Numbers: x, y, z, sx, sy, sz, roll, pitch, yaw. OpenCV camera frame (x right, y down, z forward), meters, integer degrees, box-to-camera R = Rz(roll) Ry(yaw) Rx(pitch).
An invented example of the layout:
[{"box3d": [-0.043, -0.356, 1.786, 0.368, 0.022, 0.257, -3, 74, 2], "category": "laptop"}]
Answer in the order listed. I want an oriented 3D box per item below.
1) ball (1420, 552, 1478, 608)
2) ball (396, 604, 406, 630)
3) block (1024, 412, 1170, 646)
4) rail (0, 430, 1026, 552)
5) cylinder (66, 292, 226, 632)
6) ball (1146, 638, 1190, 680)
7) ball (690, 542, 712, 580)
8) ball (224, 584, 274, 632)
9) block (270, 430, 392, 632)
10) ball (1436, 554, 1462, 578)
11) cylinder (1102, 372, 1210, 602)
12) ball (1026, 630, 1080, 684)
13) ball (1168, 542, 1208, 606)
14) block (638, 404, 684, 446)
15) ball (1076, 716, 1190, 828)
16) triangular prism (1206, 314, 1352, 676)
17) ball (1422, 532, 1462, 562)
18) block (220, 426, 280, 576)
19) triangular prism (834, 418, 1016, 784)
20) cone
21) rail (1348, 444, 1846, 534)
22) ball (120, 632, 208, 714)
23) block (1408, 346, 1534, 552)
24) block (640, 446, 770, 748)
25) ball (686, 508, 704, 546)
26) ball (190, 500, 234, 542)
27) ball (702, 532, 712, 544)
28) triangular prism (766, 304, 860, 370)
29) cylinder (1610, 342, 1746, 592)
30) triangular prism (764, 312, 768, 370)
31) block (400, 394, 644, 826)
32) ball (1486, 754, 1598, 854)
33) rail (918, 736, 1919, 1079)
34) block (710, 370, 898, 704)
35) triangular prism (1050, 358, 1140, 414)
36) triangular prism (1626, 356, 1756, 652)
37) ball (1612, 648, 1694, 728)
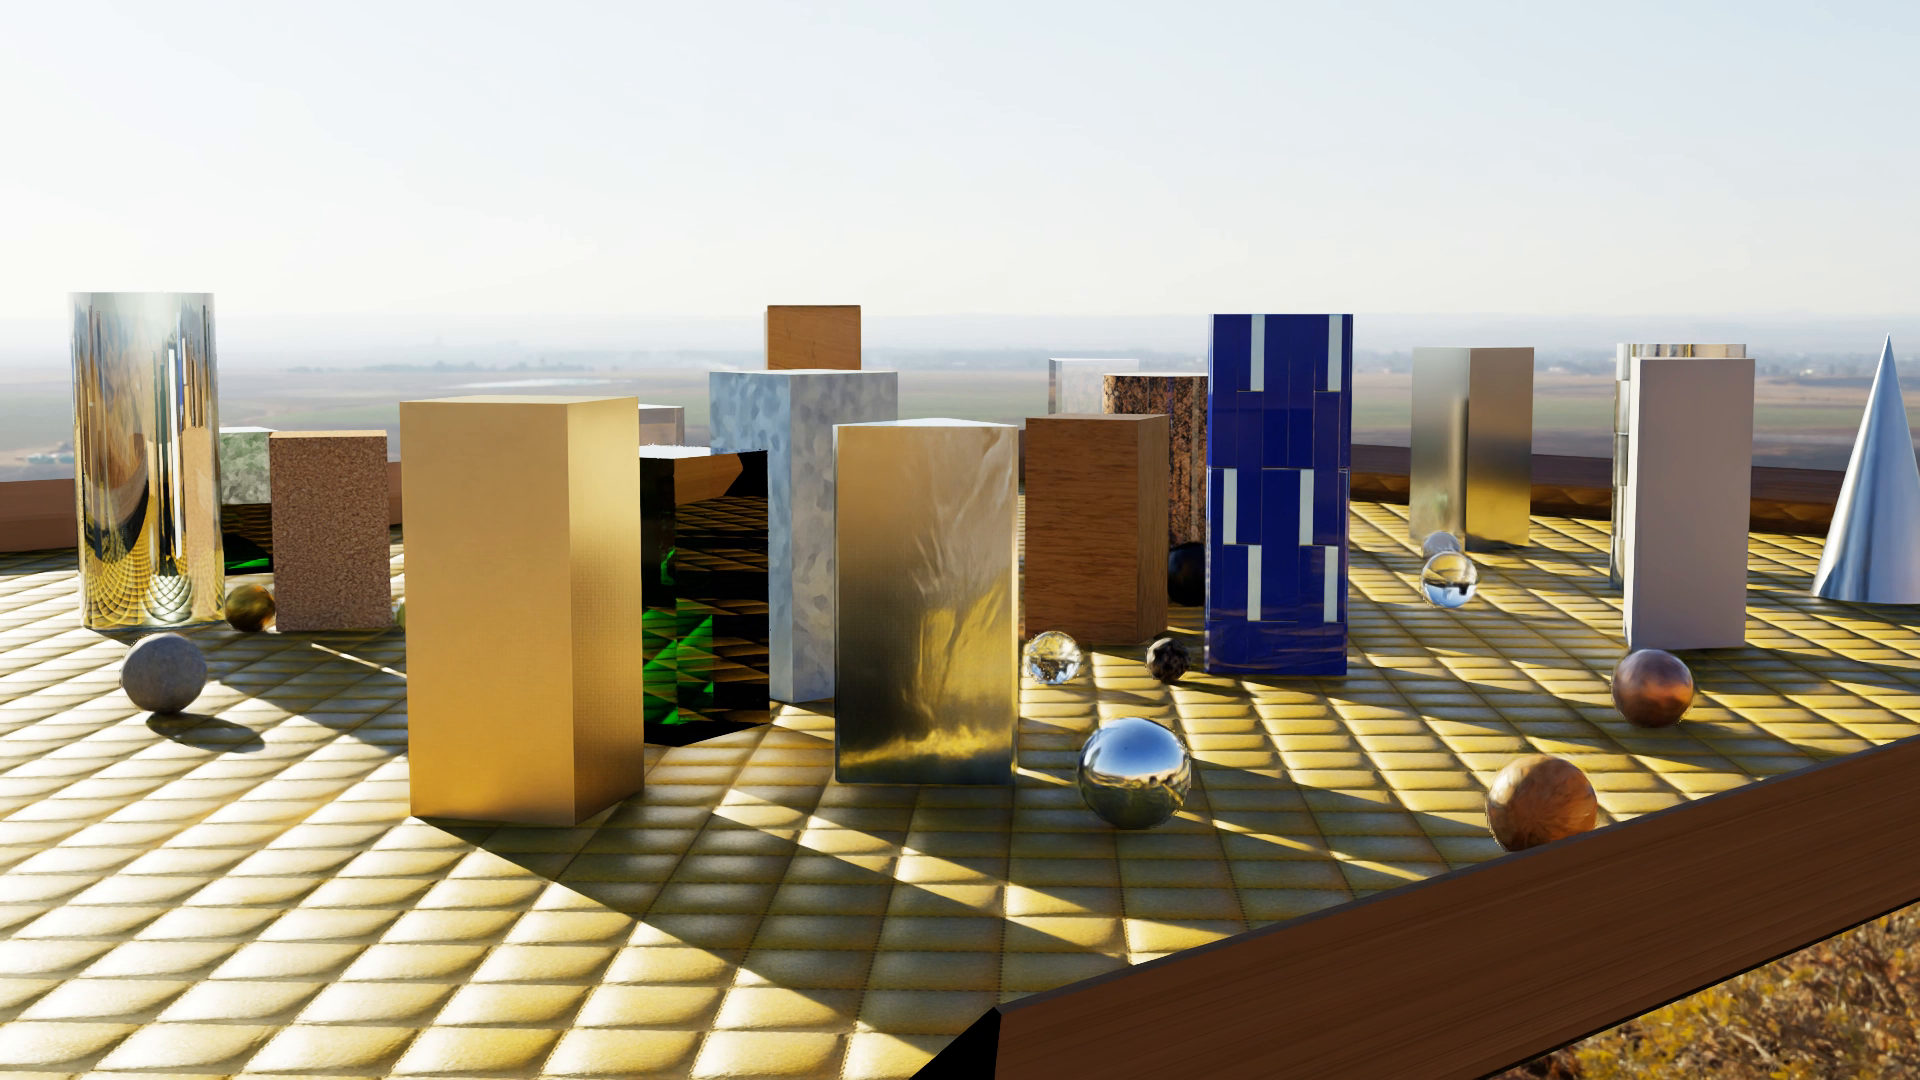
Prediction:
[{"box3d": [0.732, 0.060, 3.291, 0.085, 0.085, 0.085, 0, 6, 0], "category": "ball"}, {"box3d": [-0.758, 0.106, 3.048, 0.044, 0.044, 0.044, 0, 6, 0], "category": "ball"}, {"box3d": [0.189, -0.019, 3.012, 0.157, 0.300, 0.157, 2, 6, 20], "category": "block"}, {"box3d": [-1.158, -0.097, 4.580, 3.924, 0.127, 0.045, -5, 8, -42], "category": "rail"}, {"box3d": [-1.155, -0.116, 3.127, 0.196, 0.469, 0.196, 0, 6, 0], "category": "cylinder"}, {"box3d": [0.251, 0.144, 2.648, 0.052, 0.052, 0.052, 0, 6, 0], "category": "ball"}, {"box3d": [-0.415, 0.035, 3.643, 0.062, 0.062, 0.062, 0, 6, 0], "category": "ball"}, {"box3d": [-0.985, 0.094, 3.048, 0.067, 0.067, 0.067, 0, 6, 0], "category": "ball"}, {"box3d": [-0.897, -0.017, 3.140, 0.157, 0.269, 0.157, -2, 6, -15], "category": "block"}, {"box3d": [0.813, 0.044, 3.655, 0.041, 0.041, 0.041, 0, 6, 0], "category": "ball"}, {"box3d": [0.320, -0.088, 3.453, 0.196, 0.344, 0.196, 0, 6, 0], "category": "cylinder"}, {"box3d": [0.112, 0.140, 2.623, 0.064, 0.064, 0.064, 0, 6, 0], "category": "ball"}, {"box3d": [0.351, 0.051, 3.309, 0.098, 0.098, 0.098, 0, 6, 0], "category": "ball"}, {"box3d": [-0.564, -0.078, 3.640, 0.157, 0.286, 0.157, -5, 8, -39], "category": "block"}, {"box3d": [0.149, 0.200, 1.894, 0.096, 0.096, 0.096, 0, 6, 0], "category": "ball"}, {"box3d": [0.396, -0.062, 2.749, 0.170, 0.440, 0.147, 1, 6, 7], "category": "triangular prism"}, {"box3d": [0.830, 0.018, 3.789, 0.064, 0.064, 0.064, 0, 6, 0], "category": "ball"}, {"box3d": [-1.260, -0.068, 3.760, 0.157, 0.241, 0.157, -4, 7, -31], "category": "block"}, {"box3d": [-0.027, 0.054, 2.130, 0.170, 0.338, 0.147, 0, 6, 4], "category": "triangular prism"}, {"box3d": [1.435, -0.117, 3.420, 0.196, 0.410, 0.196, 0, 6, 0], "category": "cone"}, {"box3d": [1.424, -0.104, 4.639, 0.045, 0.127, 3.462, -5, 8, -42], "category": "rail"}, {"box3d": [-0.880, 0.147, 2.430, 0.090, 0.090, 0.090, 0, 6, 0], "category": "ball"}, {"box3d": [0.961, -0.175, 4.140, 0.157, 0.376, 0.157, -3, 7, -29], "category": "block"}, {"box3d": [-0.313, 0.054, 2.338, 0.157, 0.295, 0.157, 4, 7, 32], "category": "block"}, {"box3d": [-0.521, -0.024, 4.151, 0.072, 0.072, 0.072, 0, 6, 0], "category": "ball"}, {"box3d": [-1.440, -0.037, 4.234, 0.080, 0.080, 0.080, 0, 6, 0], "category": "ball"}, {"box3d": [-0.403, 0.019, 3.723, 0.076, 0.076, 0.076, 0, 6, 0], "category": "ball"}, {"box3d": [-0.244, -0.198, 3.982, 0.170, 0.453, 0.147, 1, 6, 13], "category": "triangular prism"}, {"box3d": [1.144, -0.117, 3.509, 0.196, 0.392, 0.196, 0, 6, 0], "category": "cylinder"}, {"box3d": [-0.274, -0.231, 4.352, 0.170, 0.442, 0.147, 4, 7, 33], "category": "triangular prism"}, {"box3d": [-0.390, 0.056, 1.979, 0.157, 0.365, 0.157, 2, 6, 14], "category": "block"}, {"box3d": [0.471, 0.217, 1.780, 0.087, 0.087, 0.087, 0, 6, 0], "category": "ball"}, {"box3d": [1.158, 0.164, 2.084, 3.924, 0.127, 0.045, -5, 8, -42], "category": "rail"}, {"box3d": [-0.183, -0.011, 2.588, 0.157, 0.373, 0.157, -5, 8, -41], "category": "block"}, {"box3d": [0.198, -0.133, 3.813, 0.170, 0.360, 0.147, -4, 7, -32], "category": "triangular prism"}, {"box3d": [0.942, -0.054, 2.952, 0.170, 0.381, 0.147, -2, 6, -17], "category": "triangular prism"}, {"box3d": [0.741, 0.158, 2.354, 0.084, 0.084, 0.084, 0, 6, 0], "category": "ball"}]
